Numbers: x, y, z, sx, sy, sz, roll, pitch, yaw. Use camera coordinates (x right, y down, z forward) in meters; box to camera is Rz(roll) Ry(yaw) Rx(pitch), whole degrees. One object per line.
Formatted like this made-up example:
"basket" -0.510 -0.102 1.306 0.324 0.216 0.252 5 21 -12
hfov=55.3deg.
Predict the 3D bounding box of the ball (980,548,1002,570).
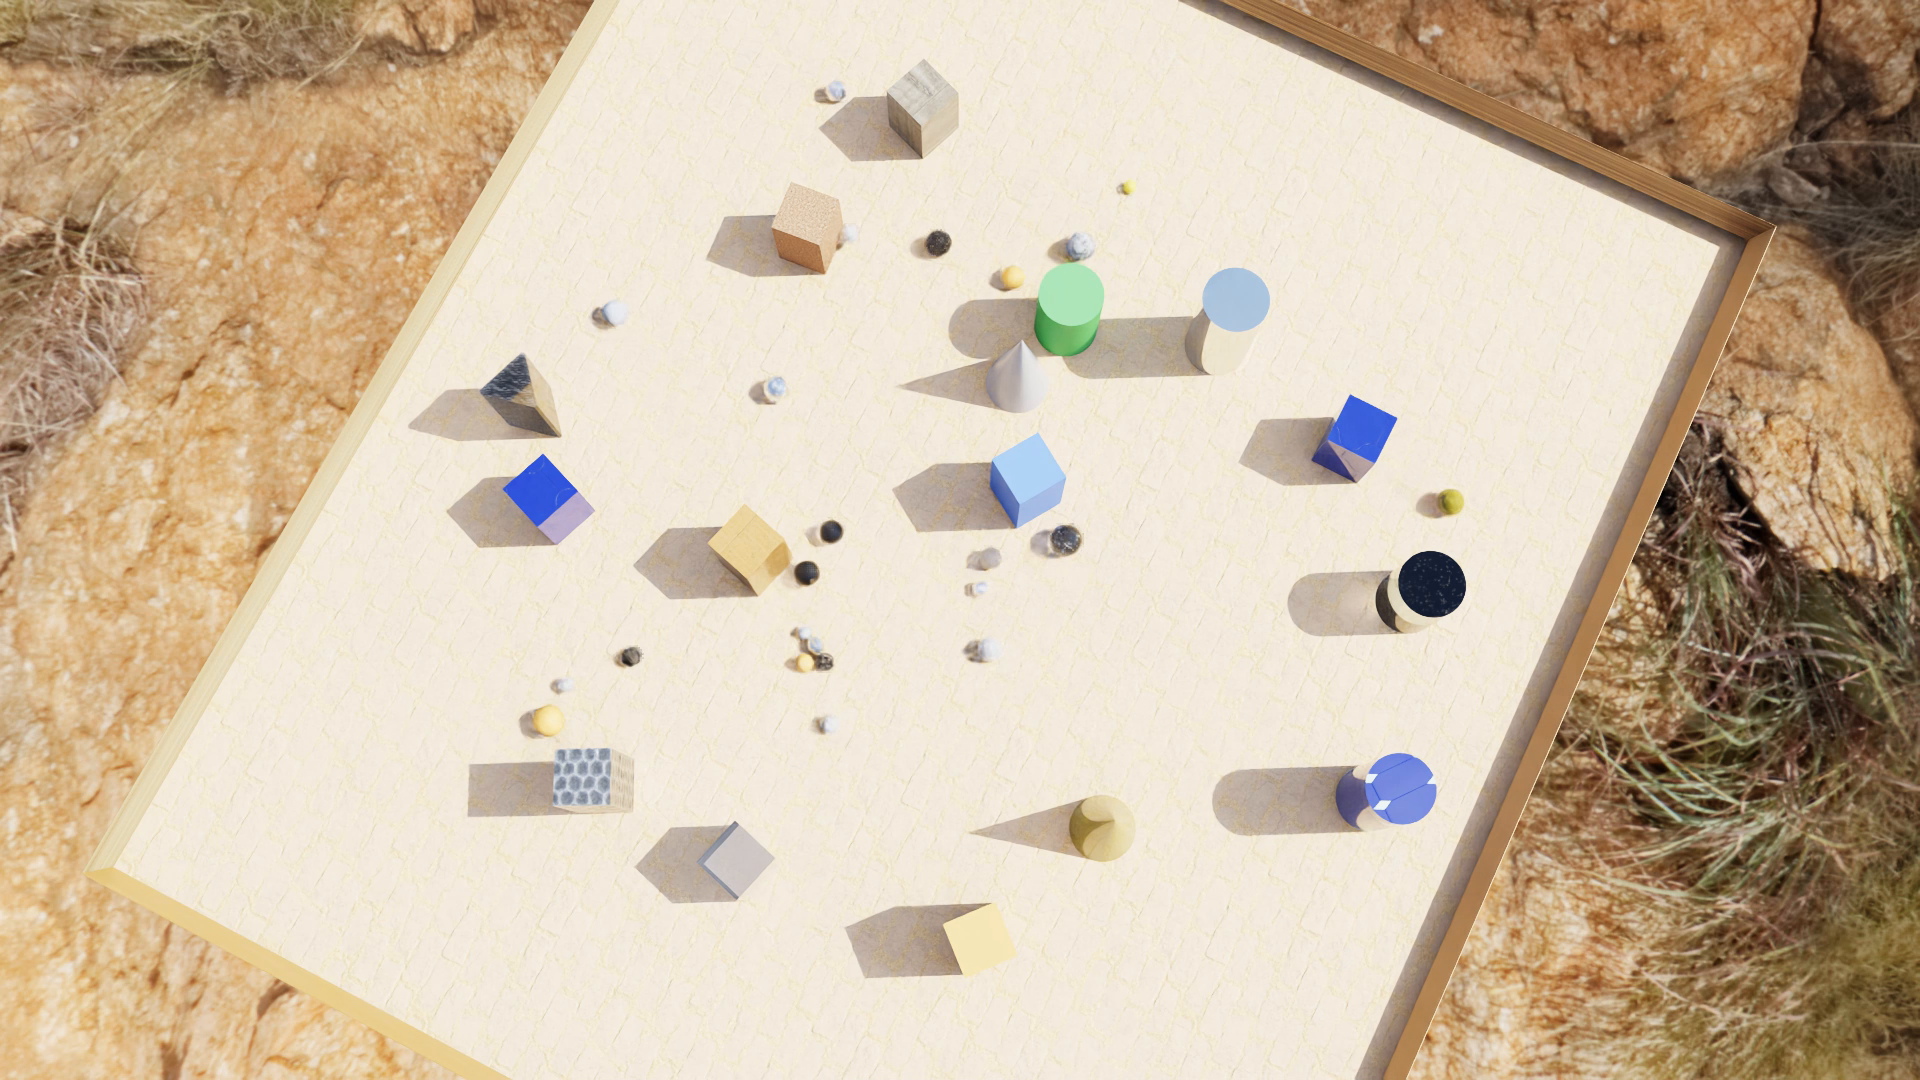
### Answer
"ball" 0.093 0.056 5.570 0.069 0.069 0.069 0 78 0

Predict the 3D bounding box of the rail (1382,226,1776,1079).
"rail" 1.612 0.796 5.385 0.045 0.128 4.037 26 80 5

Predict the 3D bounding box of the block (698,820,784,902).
"block" -0.634 0.930 5.300 0.158 0.243 0.158 42 81 8

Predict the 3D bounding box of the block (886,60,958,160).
"block" -0.115 -1.354 5.767 0.158 0.255 0.158 -43 81 -8

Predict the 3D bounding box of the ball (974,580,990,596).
"ball" 0.065 0.147 5.561 0.050 0.050 0.050 0 78 0

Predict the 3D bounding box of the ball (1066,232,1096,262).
"ball" 0.380 -0.923 5.761 0.090 0.090 0.090 0 78 0

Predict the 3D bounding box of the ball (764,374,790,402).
"ball" -0.566 -0.469 5.671 0.085 0.085 0.085 0 78 0

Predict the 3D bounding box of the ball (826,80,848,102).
"ball" -0.395 -1.442 5.879 0.070 0.070 0.070 0 78 0

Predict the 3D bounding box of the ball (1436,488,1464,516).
"ball" 1.498 -0.116 5.597 0.086 0.086 0.086 0 78 0

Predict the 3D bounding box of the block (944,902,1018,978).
"block" 0.056 1.137 5.215 0.158 0.325 0.158 -22 79 -4

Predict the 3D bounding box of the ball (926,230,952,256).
"ball" -0.067 -0.935 5.768 0.083 0.083 0.083 0 78 0

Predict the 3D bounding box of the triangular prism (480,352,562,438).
"triangular prism" -1.300 -0.445 5.531 0.171 0.348 0.148 15 79 3

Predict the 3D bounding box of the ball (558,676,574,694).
"ball" -1.181 0.435 5.501 0.050 0.050 0.050 0 78 0

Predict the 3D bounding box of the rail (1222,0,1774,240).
"rail" 0.892 -1.740 5.910 3.651 0.128 0.045 26 80 5

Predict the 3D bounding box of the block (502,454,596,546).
"block" -1.231 -0.120 5.506 0.158 0.266 0.158 -43 81 -8

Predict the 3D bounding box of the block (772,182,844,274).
"block" -0.469 -0.964 5.683 0.158 0.261 0.158 21 79 4

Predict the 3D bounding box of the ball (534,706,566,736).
"ball" -1.223 0.539 5.457 0.093 0.093 0.093 0 78 0

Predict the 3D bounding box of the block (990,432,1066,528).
"block" 0.200 -0.174 5.480 0.158 0.338 0.158 -30 80 -6

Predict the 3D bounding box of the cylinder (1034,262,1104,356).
"cylinder" 0.332 -0.702 5.608 0.198 0.301 0.198 0 78 0

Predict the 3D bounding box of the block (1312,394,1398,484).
"block" 1.192 -0.304 5.551 0.158 0.253 0.158 28 80 5

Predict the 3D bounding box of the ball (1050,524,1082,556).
"ball" 0.322 0.001 5.566 0.099 0.099 0.099 0 78 0

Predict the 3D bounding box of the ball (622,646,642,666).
"ball" -0.989 0.351 5.514 0.059 0.059 0.059 0 78 0

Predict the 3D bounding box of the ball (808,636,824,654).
"ball" -0.435 0.315 5.525 0.052 0.052 0.052 0 78 0

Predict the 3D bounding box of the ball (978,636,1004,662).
"ball" 0.092 0.329 5.509 0.077 0.077 0.077 0 78 0

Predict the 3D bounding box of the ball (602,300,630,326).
"ball" -1.074 -0.709 5.721 0.082 0.082 0.082 0 78 0

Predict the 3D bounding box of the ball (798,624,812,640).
"ball" -0.469 0.278 5.537 0.043 0.043 0.043 0 78 0

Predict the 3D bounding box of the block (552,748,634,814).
"block" -1.051 0.697 5.282 0.158 0.373 0.158 -1 78 0

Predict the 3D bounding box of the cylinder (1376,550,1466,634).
"cylinder" 1.362 0.157 5.432 0.198 0.298 0.198 0 78 0

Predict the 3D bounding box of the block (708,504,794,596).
"block" -0.620 0.034 5.456 0.158 0.301 0.158 41 81 8

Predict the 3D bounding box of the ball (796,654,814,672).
"ball" -0.468 0.370 5.512 0.055 0.055 0.055 0 78 0

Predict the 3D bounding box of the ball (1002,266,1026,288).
"ball" 0.169 -0.825 5.750 0.073 0.073 0.073 0 78 0

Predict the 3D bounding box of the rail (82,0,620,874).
"rail" -1.612 -0.782 5.712 0.045 0.128 4.037 26 80 5

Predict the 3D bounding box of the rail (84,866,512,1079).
"rail" -0.892 1.754 5.187 3.651 0.128 0.045 26 80 5

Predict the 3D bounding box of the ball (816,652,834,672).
"ball" -0.407 0.367 5.512 0.057 0.057 0.057 0 78 0

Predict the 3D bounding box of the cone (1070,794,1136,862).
"cone" 0.423 0.810 5.218 0.198 0.452 0.198 0 78 0

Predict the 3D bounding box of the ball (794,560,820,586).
"ball" -0.464 0.101 5.555 0.081 0.081 0.081 0 78 0

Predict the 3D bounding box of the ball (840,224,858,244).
"ball" -0.348 -0.959 5.748 0.061 0.061 0.061 0 78 0

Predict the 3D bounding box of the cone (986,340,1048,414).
"cone" 0.179 -0.535 5.504 0.198 0.437 0.198 0 78 0

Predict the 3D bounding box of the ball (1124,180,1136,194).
"ball" 0.541 -1.125 5.828 0.043 0.043 0.043 0 78 0

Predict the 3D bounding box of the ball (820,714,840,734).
"ball" -0.387 0.551 5.472 0.060 0.060 0.060 0 78 0

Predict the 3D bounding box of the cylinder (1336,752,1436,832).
"cylinder" 1.217 0.727 5.257 0.198 0.410 0.198 0 78 0

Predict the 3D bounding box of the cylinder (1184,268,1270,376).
"cylinder" 0.802 -0.654 5.532 0.198 0.431 0.198 0 78 0

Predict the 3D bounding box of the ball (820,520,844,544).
"ball" -0.391 -0.024 5.583 0.076 0.076 0.076 0 78 0
